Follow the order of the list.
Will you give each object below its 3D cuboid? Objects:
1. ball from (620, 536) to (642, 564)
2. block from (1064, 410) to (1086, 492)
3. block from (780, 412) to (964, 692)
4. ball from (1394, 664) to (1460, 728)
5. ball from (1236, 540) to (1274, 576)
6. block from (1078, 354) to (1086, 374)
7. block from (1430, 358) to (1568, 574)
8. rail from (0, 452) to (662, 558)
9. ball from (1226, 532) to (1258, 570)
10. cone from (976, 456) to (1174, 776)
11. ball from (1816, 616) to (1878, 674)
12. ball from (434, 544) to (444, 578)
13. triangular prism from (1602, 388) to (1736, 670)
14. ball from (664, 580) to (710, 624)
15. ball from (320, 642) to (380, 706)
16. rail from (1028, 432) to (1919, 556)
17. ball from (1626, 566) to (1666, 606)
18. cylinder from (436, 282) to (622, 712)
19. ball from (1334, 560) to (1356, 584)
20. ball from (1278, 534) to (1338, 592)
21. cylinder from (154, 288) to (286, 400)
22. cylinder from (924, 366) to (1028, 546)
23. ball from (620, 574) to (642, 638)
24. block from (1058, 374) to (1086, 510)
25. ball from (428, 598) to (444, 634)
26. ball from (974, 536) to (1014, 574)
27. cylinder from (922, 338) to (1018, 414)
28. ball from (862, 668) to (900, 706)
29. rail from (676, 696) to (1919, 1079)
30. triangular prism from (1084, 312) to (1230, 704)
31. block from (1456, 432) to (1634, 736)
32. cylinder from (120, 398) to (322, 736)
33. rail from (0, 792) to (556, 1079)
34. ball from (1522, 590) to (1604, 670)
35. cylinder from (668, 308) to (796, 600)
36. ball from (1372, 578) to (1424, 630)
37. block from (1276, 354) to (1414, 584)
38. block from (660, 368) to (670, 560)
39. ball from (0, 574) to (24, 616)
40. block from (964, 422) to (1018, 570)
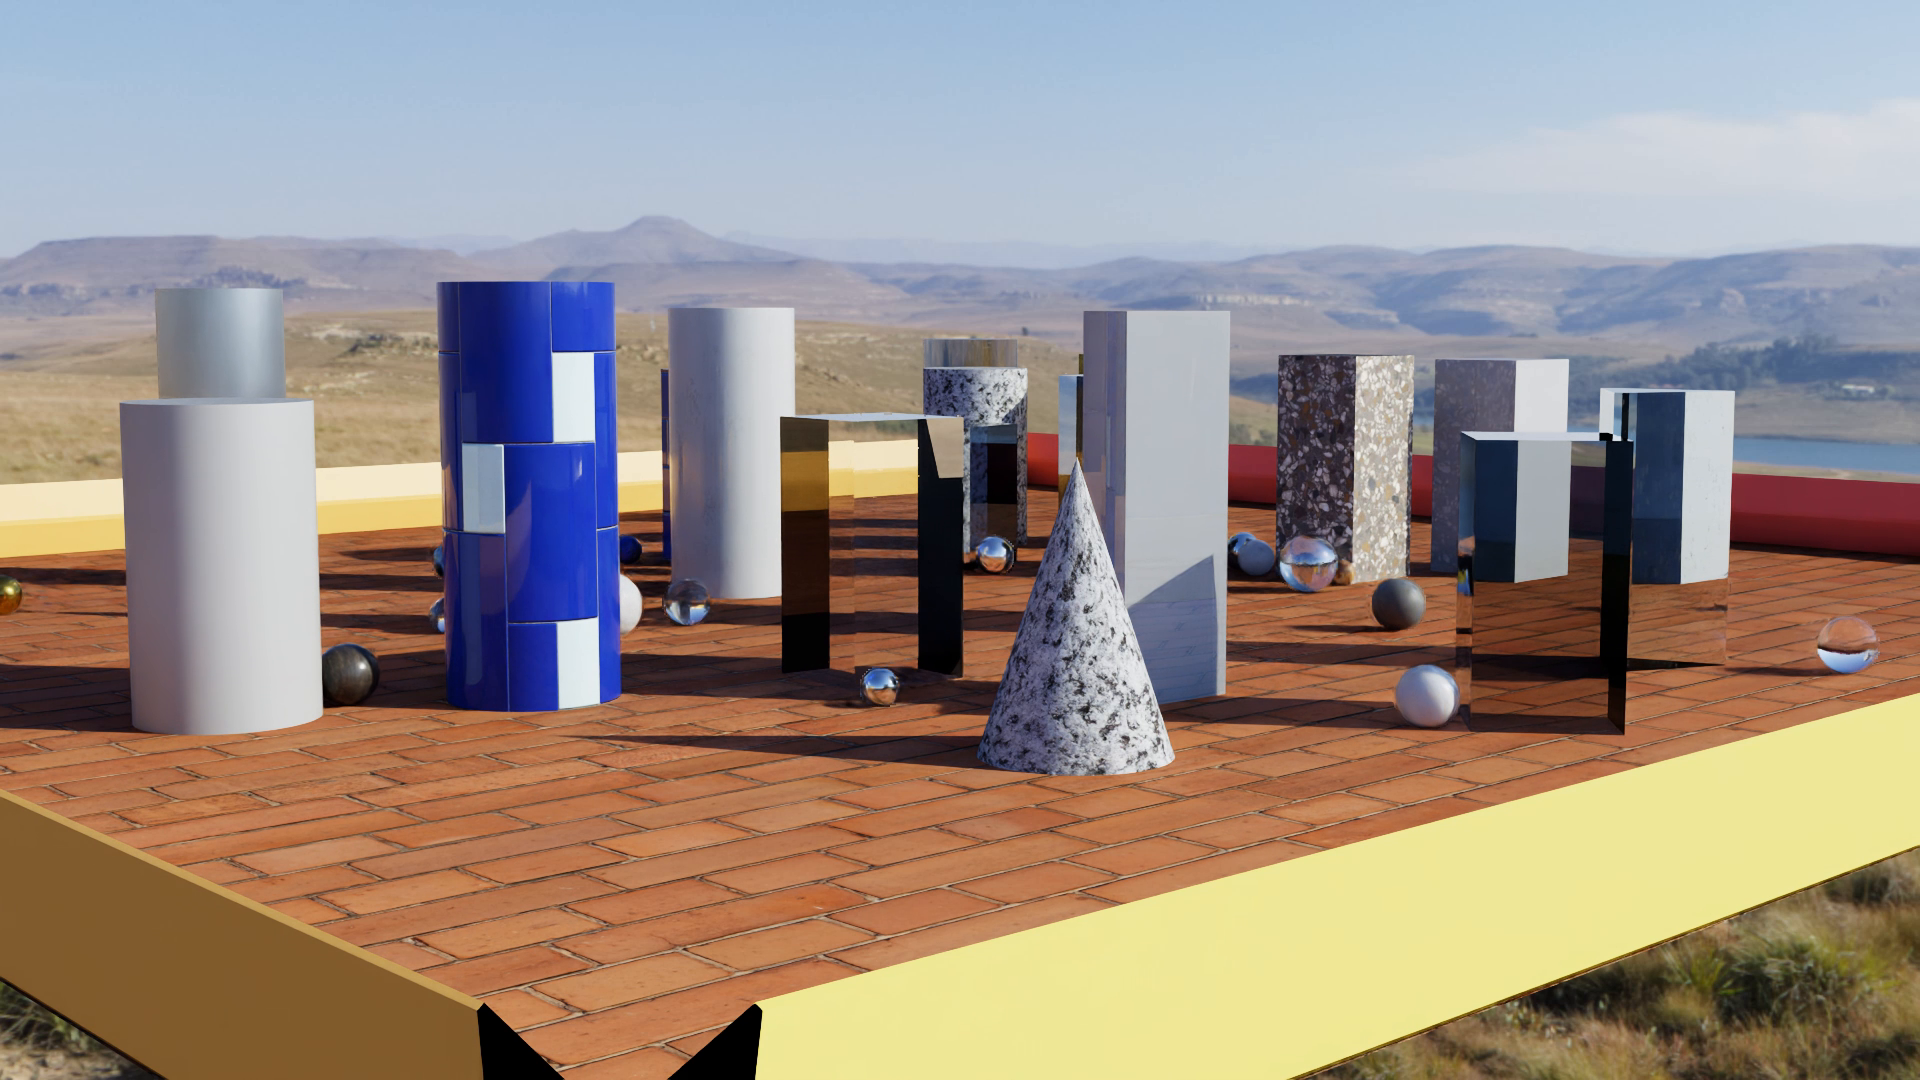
[{"bbox_3d":[-0.586,0.018,3.876,0.050,0.050,0.050,0,6,0],"label":"ball"},{"bbox_3d":[0.288,-0.084,3.776,0.160,0.274,0.160,-3,7,-30],"label":"block"},{"bbox_3d":[-0.108,0.009,2.678,0.160,0.317,0.160,-4,7,-37],"label":"block"},{"bbox_3d":[0.501,0.167,2.358,0.068,0.068,0.068,0,6,0],"label":"ball"},{"bbox_3d":[0.498,0.029,3.709,0.062,0.062,0.062,0,6,0],"label":"ball"},{"bbox_3d":[0.334,-0.172,4.193,0.160,0.363,0.160,-3,7,-26],"label":"block"},{"bbox_3d":[0.922,-0.127,3.761,0.160,0.363,0.160,-6,8,-43],"label":"block"},{"bbox_3d":[-1.108,-0.091,4.526,3.494,0.130,0.045,-5,8,-42],"label":"rail"},{"bbox_3d":[0.487,0.020,3.778,0.066,0.066,0.066,0,6,0],"label":"ball"},{"bbox_3d":[0.116,0.067,2.198,0.199,0.301,0.199,0,6,0],"label":"cone"},{"bbox_3d":[1.093,0.130,2.710,0.070,0.070,0.070,0,6,0],"label":"ball"},{"bbox_3d":[-0.838,0.033,3.642,0.068,0.068,0.068,0,6,0],"label":"ball"},{"bbox_3d":[0.860,-0.018,2.802,0.173,0.345,0.150,-2,6,-19],"label":"triangular prism"},{"bbox_3d":[-0.388,0.088,3.128,0.065,0.065,0.065,0,6,0],"label":"ball"},{"bbox_3d":[-0.693,0.152,2.491,0.071,0.071,0.071,0,6,0],"label":"ball"},{"bbox_3d":[1.266,-0.087,4.494,0.045,0.130,3.315,-5,8,-42],"label":"rail"},{"bbox_3d":[1.040,0.070,3.335,0.059,0.059,0.059,0,6,0],"label":"ball"},{"bbox_3d":[-0.493,-0.056,2.524,0.199,0.477,0.199,0,6,0],"label":"cylinder"},{"bbox_3d":[0.625,0.053,3.586,0.040,0.040,0.040,0,6,0],"label":"ball"},{"bbox_3d":[0.553,0.036,3.493,0.093,0.093,0.093,0,6,0],"label":"ball"},{"bbox_3d":[-1.213,-0.172,3.624,0.199,0.480,0.199,0,6,0],"label":"cylinder"},{"bbox_3d":[0.029,-0.161,4.215,0.199,0.336,0.199,0,6,0],"label":"cylinder"},{"bbox_3d":[-0.478,0.089,2.982,0.093,0.093,0.093,0,6,0],"label":"ball"},{"bbox_3d":[0.250,-0.056,3.118,0.160,0.354,0.160,4,7,36],"label":"block"},{"bbox_3d":[-0.710,0.104,3.046,0.050,0.050,0.050,0,6,0],"label":"ball"},{"bbox_3d":[0.058,0.027,3.722,0.065,0.065,0.065,0,6,0],"label":"ball"},{"bbox_3d":[0.021,-0.228,4.621,0.199,0.386,0.199,0,6,0],"label":"cylinder"},{"bbox_3d":[-0.090,0.166,2.485,0.043,0.043,0.043,0,6,0],"label":"ball"},{"bbox_3d":[1.108,0.158,2.138,3.494,0.130,0.045,-5,8,-42],"label":"rail"},{"bbox_3d":[0.196,-0.042,2.550,0.173,0.444,0.150,-5,8,-40],"label":"triangular prism"},{"bbox_3d":[0.630,0.042,2.387,0.160,0.310,0.160,1,6,7],"label":"block"},{"bbox_3d":[-0.803,0.022,2.397,0.199,0.348,0.199,0,6,0],"label":"cylinder"},{"bbox_3d":[-1.266,0.155,2.169,0.045,0.130,3.315,-5,8,-42],"label":"rail"},{"bbox_3d":[0.752,0.112,2.739,0.098,0.098,0.098,0,6,0],"label":"ball"},{"bbox_3d":[-0.360,-0.142,3.486,0.199,0.449,0.199,0,6,0],"label":"cylinder"},{"bbox_3d":[0.613,0.090,3.078,0.073,0.073,0.073,0,6,0],"label":"ball"},{"bbox_3d":[0.646,-0.124,3.693,0.160,0.371,0.160,-6,8,-43],"label":"block"},{"bbox_3d":[-0.422,-0.133,3.919,0.160,0.342,0.160,-4,7,-36],"label":"block"},{"bbox_3d":[-1.407,0.081,3.226,0.059,0.059,0.059,0,6,0],"label":"ball"},{"bbox_3d":[-0.008,-0.081,3.885,0.160,0.246,0.160,4,7,32],"label":"block"}]
